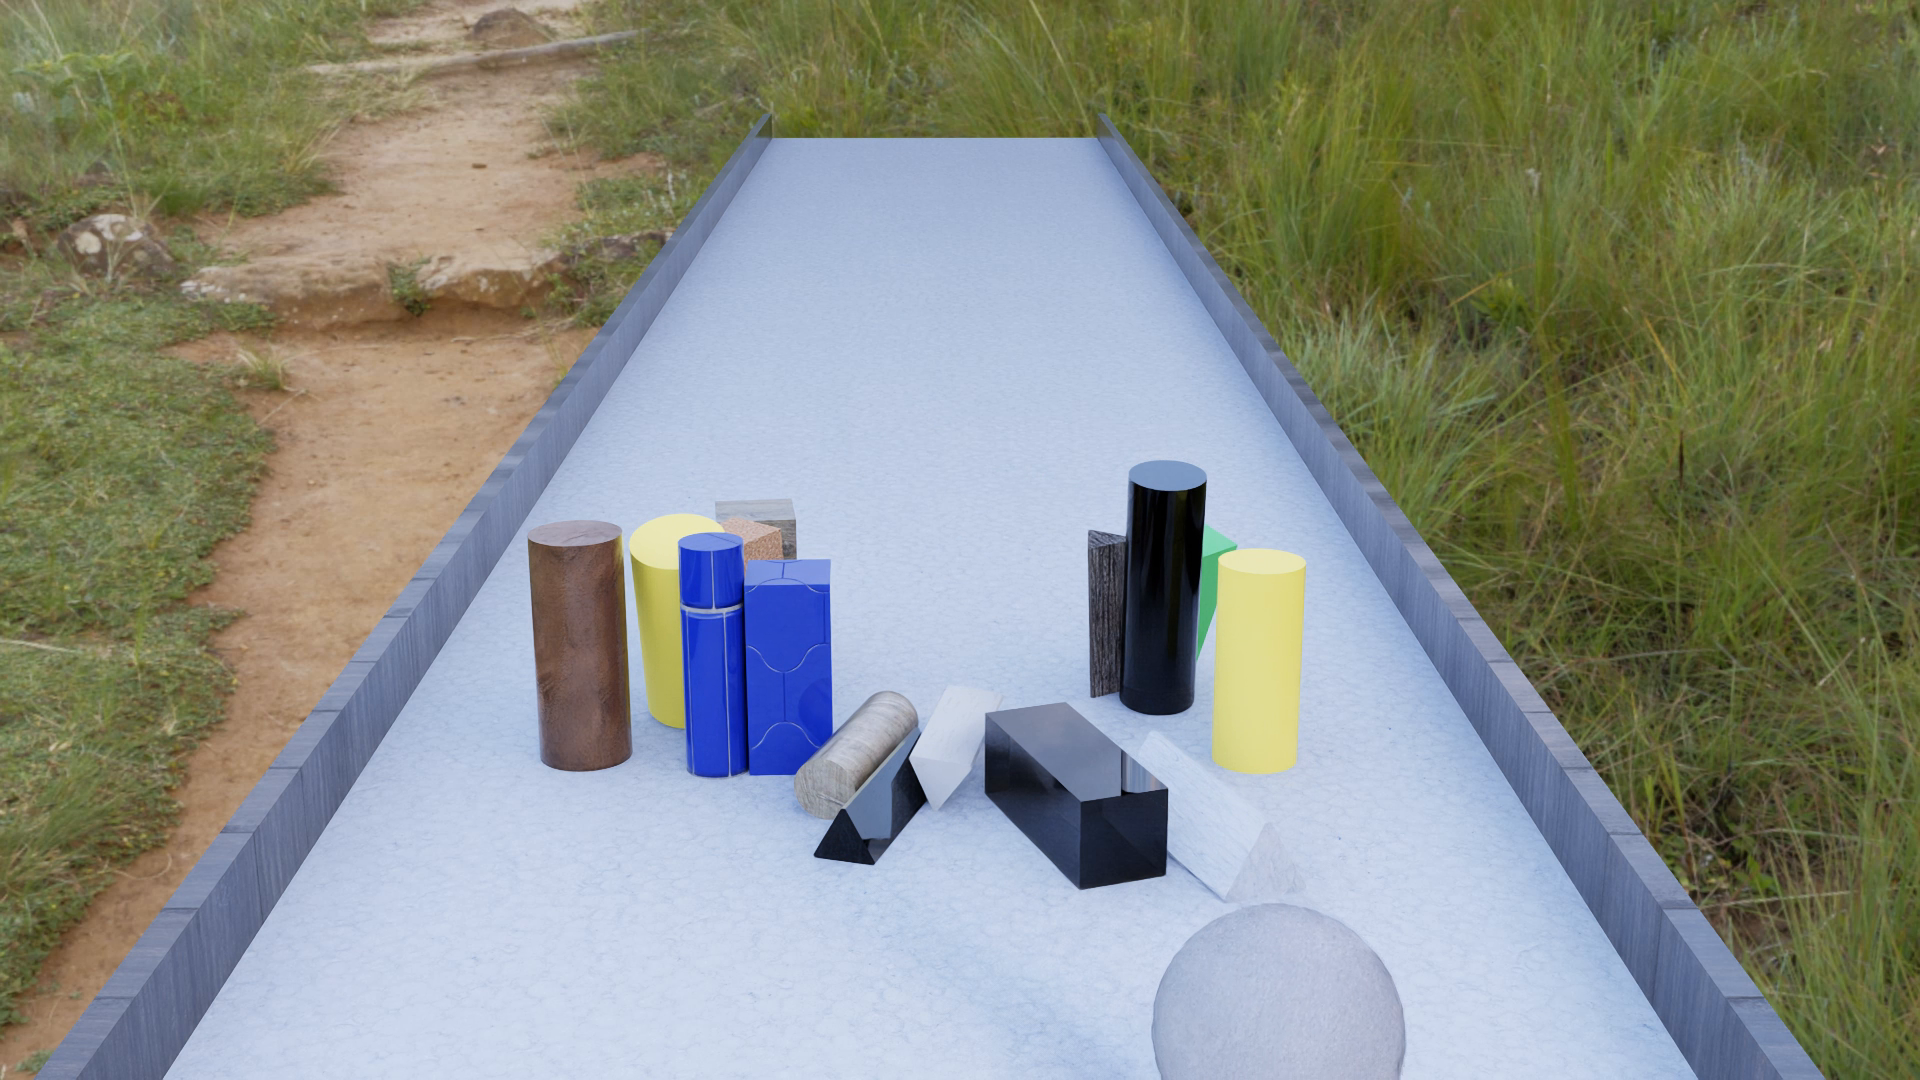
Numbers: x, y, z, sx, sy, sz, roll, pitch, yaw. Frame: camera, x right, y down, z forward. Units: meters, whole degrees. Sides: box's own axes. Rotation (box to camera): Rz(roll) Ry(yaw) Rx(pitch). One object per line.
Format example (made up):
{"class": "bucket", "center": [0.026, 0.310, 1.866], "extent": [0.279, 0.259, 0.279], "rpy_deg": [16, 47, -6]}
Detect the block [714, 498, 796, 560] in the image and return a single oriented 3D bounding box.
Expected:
{"class": "block", "center": [-0.403, 0.092, 4.366], "extent": [0.153, 0.314, 0.153], "rpy_deg": [-2, 17, -7]}

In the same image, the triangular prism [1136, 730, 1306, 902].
{"class": "triangular prism", "center": [0.397, 0.433, 3.542], "extent": [0.142, 0.123, 0.405], "rpy_deg": [-6, 18, -20]}

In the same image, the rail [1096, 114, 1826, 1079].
{"class": "rail", "center": [0.932, -0.844, 7.801], "extent": [0.050, 0.150, 12.000], "rpy_deg": [0, 17, -1]}

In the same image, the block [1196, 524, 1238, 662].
{"class": "block", "center": [0.417, 0.121, 4.258], "extent": [0.113, 0.301, 0.113], "rpy_deg": [35, 34, 32]}

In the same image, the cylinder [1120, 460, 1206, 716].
{"class": "cylinder", "center": [0.376, 0.091, 4.089], "extent": [0.143, 0.459, 0.143], "rpy_deg": [0, 25, 0]}

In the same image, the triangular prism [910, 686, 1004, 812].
{"class": "triangular prism", "center": [-0.018, 0.341, 3.838], "extent": [0.091, 0.106, 0.345], "rpy_deg": [37, 19, -2]}

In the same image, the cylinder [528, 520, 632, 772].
{"class": "cylinder", "center": [-0.669, 0.186, 3.878], "extent": [0.163, 0.413, 0.163], "rpy_deg": [0, 17, 0]}

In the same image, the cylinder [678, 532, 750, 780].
{"class": "cylinder", "center": [-0.426, 0.202, 3.818], "extent": [0.112, 0.416, 0.112], "rpy_deg": [0, 17, 0]}

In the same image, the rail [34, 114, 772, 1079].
{"class": "rail", "center": [-1.118, -0.838, 7.780], "extent": [0.050, 0.150, 12.000], "rpy_deg": [0, 17, -1]}

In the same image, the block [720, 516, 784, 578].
{"class": "block", "center": [-0.415, 0.135, 4.194], "extent": [0.123, 0.320, 0.123], "rpy_deg": [14, 27, 39]}

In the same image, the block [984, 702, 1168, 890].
{"class": "block", "center": [0.183, 0.410, 3.588], "extent": [0.149, 0.149, 0.403], "rpy_deg": [-6, 18, -20]}

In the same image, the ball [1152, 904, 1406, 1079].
{"class": "ball", "center": [0.387, 0.598, 2.679], "extent": [0.306, 0.306, 0.306], "rpy_deg": [0, 17, 0]}

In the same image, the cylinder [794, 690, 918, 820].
{"class": "cylinder", "center": [-0.175, 0.368, 3.800], "extent": [0.109, 0.109, 0.336], "rpy_deg": [5, 17, 16]}

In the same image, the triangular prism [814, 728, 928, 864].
{"class": "triangular prism", "center": [-0.130, 0.417, 3.658], "extent": [0.103, 0.089, 0.368], "rpy_deg": [5, 17, 17]}

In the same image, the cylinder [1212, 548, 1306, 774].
{"class": "cylinder", "center": [0.524, 0.212, 3.869], "extent": [0.151, 0.367, 0.151], "rpy_deg": [0, 17, 0]}

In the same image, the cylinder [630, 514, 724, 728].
{"class": "cylinder", "center": [-0.501, 0.150, 4.023], "extent": [0.173, 0.362, 0.173], "rpy_deg": [0, 35, 0]}

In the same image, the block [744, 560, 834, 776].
{"class": "block", "center": [-0.298, 0.223, 3.865], "extent": [0.146, 0.349, 0.146], "rpy_deg": [-1, 17, -3]}

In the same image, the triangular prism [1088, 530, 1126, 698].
{"class": "triangular prism", "center": [0.272, 0.137, 4.212], "extent": [0.100, 0.306, 0.087], "rpy_deg": [-12, 23, -24]}
